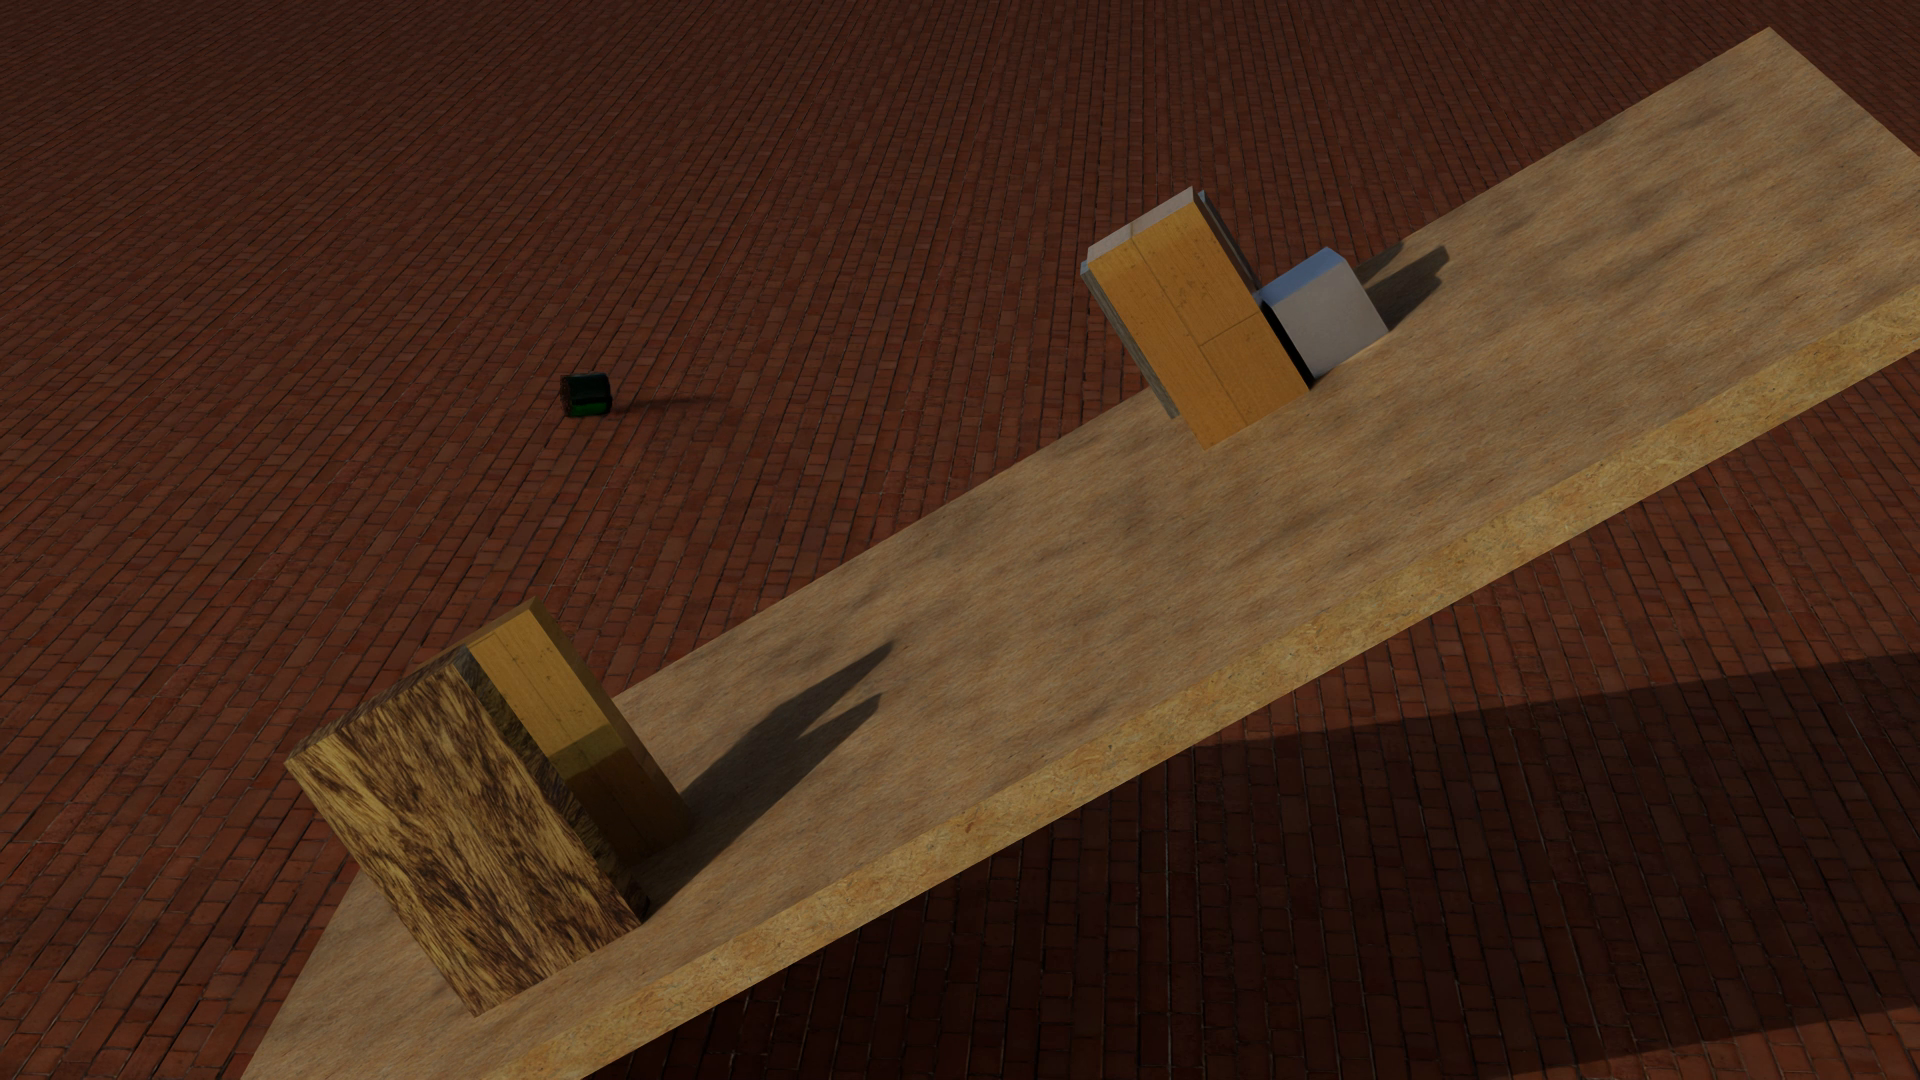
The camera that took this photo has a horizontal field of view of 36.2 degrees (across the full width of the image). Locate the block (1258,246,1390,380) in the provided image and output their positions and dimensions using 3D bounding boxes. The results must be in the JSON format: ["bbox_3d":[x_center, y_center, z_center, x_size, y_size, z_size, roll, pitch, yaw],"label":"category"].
[{"bbox_3d":[0.795,-0.501,6.472,0.191,0.191,0.191,-33,15,3],"label":"block"}]

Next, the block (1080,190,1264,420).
[{"bbox_3d":[0.522,-0.538,6.746,0.329,0.401,0.114,-30,15,13],"label":"block"}]

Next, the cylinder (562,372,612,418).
[{"bbox_3d":[-1.447,-0.561,11.382,0.158,0.158,0.158,-8,21,-20],"label":"cylinder"}]

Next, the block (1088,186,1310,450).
[{"bbox_3d":[0.519,-0.481,6.397,0.264,0.491,0.146,-30,15,13],"label":"block"}]

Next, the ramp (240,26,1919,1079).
[{"bbox_3d":[0.141,0.169,6.291,4.000,0.100,2.000,-30,15,13],"label":"ramp"}]

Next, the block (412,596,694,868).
[{"bbox_3d":[-0.851,0.440,6.160,0.308,0.590,0.083,-30,15,13],"label":"block"}]

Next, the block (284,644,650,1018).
[{"bbox_3d":[-0.975,0.583,5.846,0.412,0.653,0.105,-30,15,13],"label":"block"}]
